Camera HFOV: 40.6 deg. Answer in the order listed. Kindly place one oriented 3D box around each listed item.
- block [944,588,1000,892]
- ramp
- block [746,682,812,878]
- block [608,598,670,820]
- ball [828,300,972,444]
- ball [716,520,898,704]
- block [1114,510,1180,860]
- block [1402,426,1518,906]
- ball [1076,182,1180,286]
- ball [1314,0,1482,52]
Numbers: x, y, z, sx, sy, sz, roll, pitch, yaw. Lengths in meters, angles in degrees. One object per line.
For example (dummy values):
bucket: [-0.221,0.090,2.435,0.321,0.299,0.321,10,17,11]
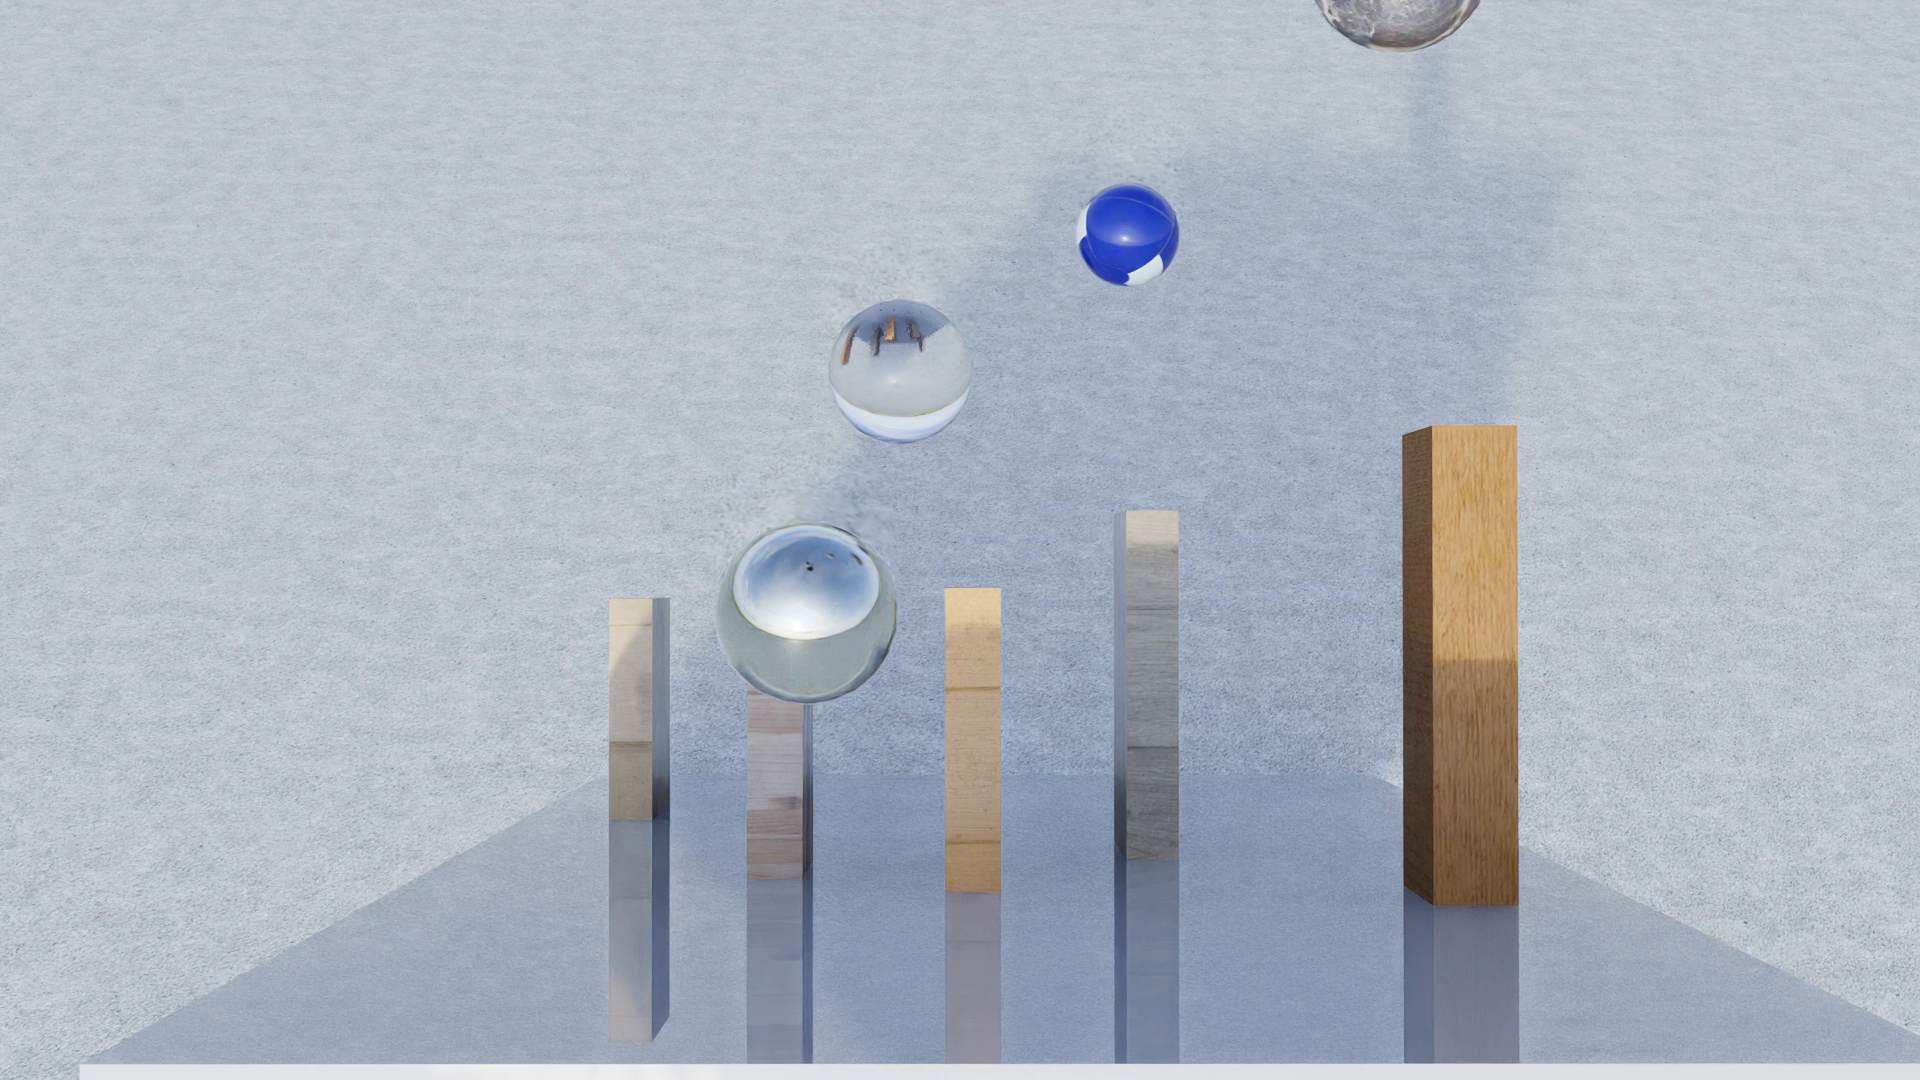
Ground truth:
block: [0.021,0.329,4.421,0.091,0.495,0.390,0,-1,0]
ramp: [0.072,0.631,4.730,2.000,0.100,4.000,0,-1,0]
block: [-0.315,0.378,4.570,0.095,0.401,0.312,0,-1,0]
block: [-0.696,0.361,5.642,0.091,0.468,0.331,0,-1,0]
ball: [-0.070,-0.200,3.076,0.171,0.171,0.171,0,32,0]
ball: [-0.142,0.067,2.405,0.169,0.169,0.169,0,32,0]
block: [0.349,0.266,4.883,0.095,0.634,0.373,0,-1,0]
block: [0.805,0.198,4.186,0.133,0.750,0.275,0,-1,0]
ball: [0.183,-0.333,2.826,0.113,0.113,0.113,0,32,0]
ball: [0.442,-0.584,2.609,0.185,0.185,0.185,0,32,0]
